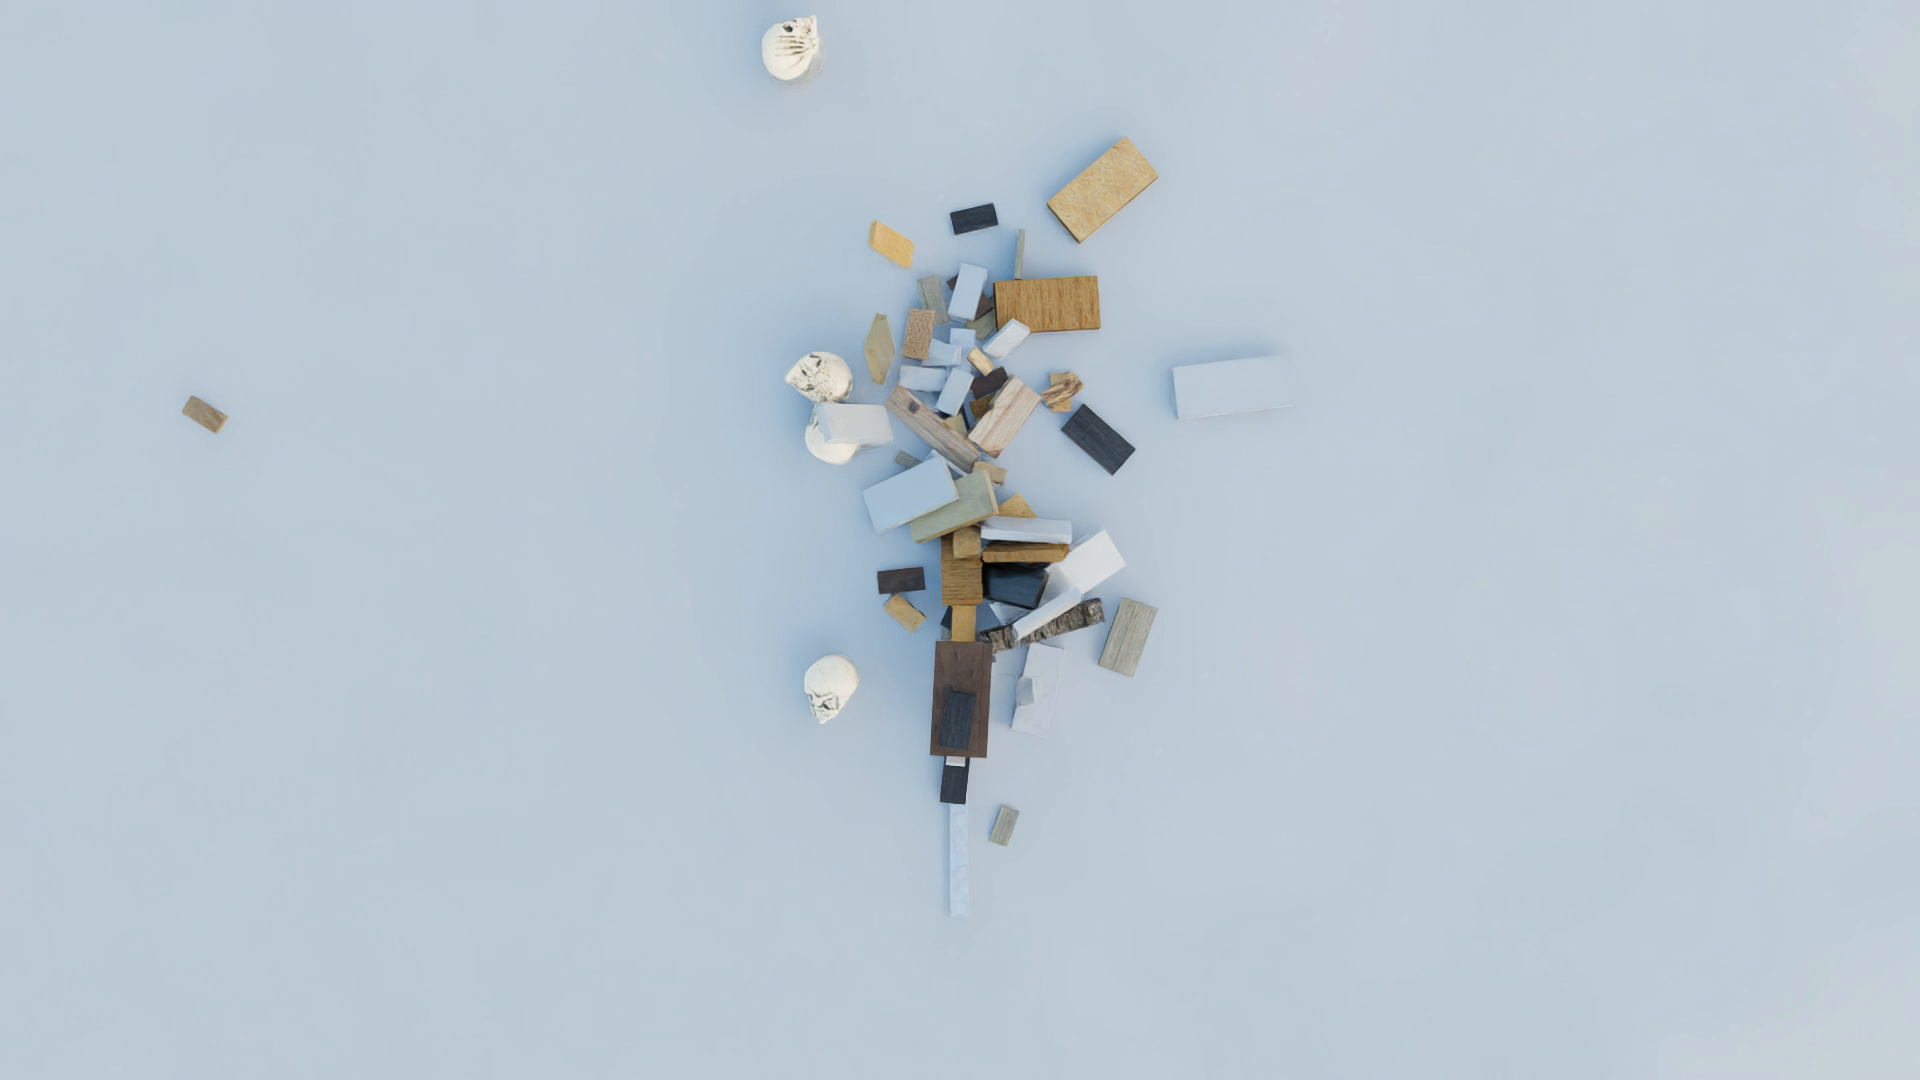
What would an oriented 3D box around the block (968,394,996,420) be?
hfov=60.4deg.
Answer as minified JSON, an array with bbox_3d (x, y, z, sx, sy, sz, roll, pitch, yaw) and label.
[{"bbox_3d":[0.101,-0.448,5.491,0.130,0.018,0.065,-19,90,0],"label":"block"}]

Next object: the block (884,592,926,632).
[{"bbox_3d":[-0.181,0.241,5.480,0.129,0.018,0.064,41,94,-8],"label":"block"}]

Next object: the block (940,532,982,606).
[{"bbox_3d":[0.005,0.086,5.421,0.132,0.037,0.264,-2,61,0],"label":"block"}]

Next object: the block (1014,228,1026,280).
[{"bbox_3d":[0.198,-0.941,5.459,0.023,0.082,0.164,5,90,0],"label":"block"}]

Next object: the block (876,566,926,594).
[{"bbox_3d":[-0.195,0.135,5.489,0.155,0.022,0.077,-6,90,0],"label":"block"}]

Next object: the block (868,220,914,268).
[{"bbox_3d":[-0.225,-0.972,5.420,0.174,0.025,0.087,24,66,-42],"label":"block"}]

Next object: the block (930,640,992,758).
[{"bbox_3d":[0.004,0.493,5.121,0.177,0.050,0.354,3,90,0],"label":"block"}]

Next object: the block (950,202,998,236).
[{"bbox_3d":[0.047,-1.067,5.489,0.149,0.021,0.075,-13,90,0],"label":"block"}]

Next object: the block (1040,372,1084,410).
[{"bbox_3d":[0.340,-0.495,5.472,0.134,0.019,0.067,-34,90,0],"label":"block"}]

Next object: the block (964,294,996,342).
[{"bbox_3d":[0.100,-0.748,5.488,0.082,0.023,0.164,44,90,0],"label":"block"}]

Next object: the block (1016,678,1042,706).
[{"bbox_3d":[0.222,0.494,5.377,0.024,0.171,0.086,-5,85,-17],"label":"block"}]

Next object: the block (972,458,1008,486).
[{"bbox_3d":[0.098,-0.225,5.476,0.111,0.016,0.055,20,63,-5],"label":"block"}]

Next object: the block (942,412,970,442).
[{"bbox_3d":[-0.008,-0.339,5.467,0.074,0.021,0.149,-18,106,0],"label":"block"}]

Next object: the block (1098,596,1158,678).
[{"bbox_3d":[0.557,0.322,5.483,0.122,0.035,0.244,20,90,0],"label":"block"}]

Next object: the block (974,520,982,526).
[{"bbox_3d":[0.050,-0.103,5.464,0.055,0.016,0.111,8,61,6],"label":"block"}]

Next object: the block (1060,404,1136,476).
[{"bbox_3d":[0.459,-0.333,5.484,0.232,0.033,0.116,41,90,0],"label":"block"}]

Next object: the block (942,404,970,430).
[{"bbox_3d":[-0.017,-0.412,5.489,0.074,0.021,0.149,-16,90,0],"label":"block"}]

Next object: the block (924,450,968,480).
[{"bbox_3d":[-0.043,-0.211,5.458,0.181,0.026,0.090,36,123,-4],"label":"block"}]

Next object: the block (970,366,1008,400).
[{"bbox_3d":[0.098,-0.522,5.491,0.130,0.018,0.065,-25,90,0],"label":"block"}]

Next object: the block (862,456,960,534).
[{"bbox_3d":[-0.164,-0.148,5.420,0.298,0.042,0.149,-24,78,18],"label":"block"}]

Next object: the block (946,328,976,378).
[{"bbox_3d":[0.004,-0.618,5.474,0.082,0.023,0.164,7,92,16],"label":"block"}]

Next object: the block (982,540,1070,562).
[{"bbox_3d":[0.217,0.035,5.393,0.264,0.132,0.037,-2,105,12],"label":"block"}]

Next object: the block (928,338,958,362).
[{"bbox_3d":[-0.057,-0.628,5.454,0.093,0.013,0.046,24,97,15],"label":"block"}]

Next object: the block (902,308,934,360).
[{"bbox_3d":[-0.138,-0.685,5.471,0.081,0.023,0.161,10,94,18],"label":"block"}]

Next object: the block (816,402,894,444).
[{"bbox_3d":[-0.341,-0.379,5.387,0.255,0.036,0.127,-1,70,-41],"label":"block"}]

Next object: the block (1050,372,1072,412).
[{"bbox_3d":[0.334,-0.491,5.491,0.065,0.018,0.130,-3,90,0],"label":"block"}]

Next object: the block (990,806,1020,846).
[{"bbox_3d":[0.148,0.954,5.491,0.061,0.017,0.122,20,90,0],"label":"block"}]

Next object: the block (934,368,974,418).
[{"bbox_3d":[-0.018,-0.487,5.441,0.074,0.021,0.148,23,85,18],"label":"block"}]

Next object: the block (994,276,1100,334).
[{"bbox_3d":[0.288,-0.777,5.461,0.342,0.048,0.171,-4,90,-5],"label":"block"}]

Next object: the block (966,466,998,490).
[{"bbox_3d":[0.067,-0.194,5.479,0.111,0.016,0.055,44,77,8],"label":"block"}]
